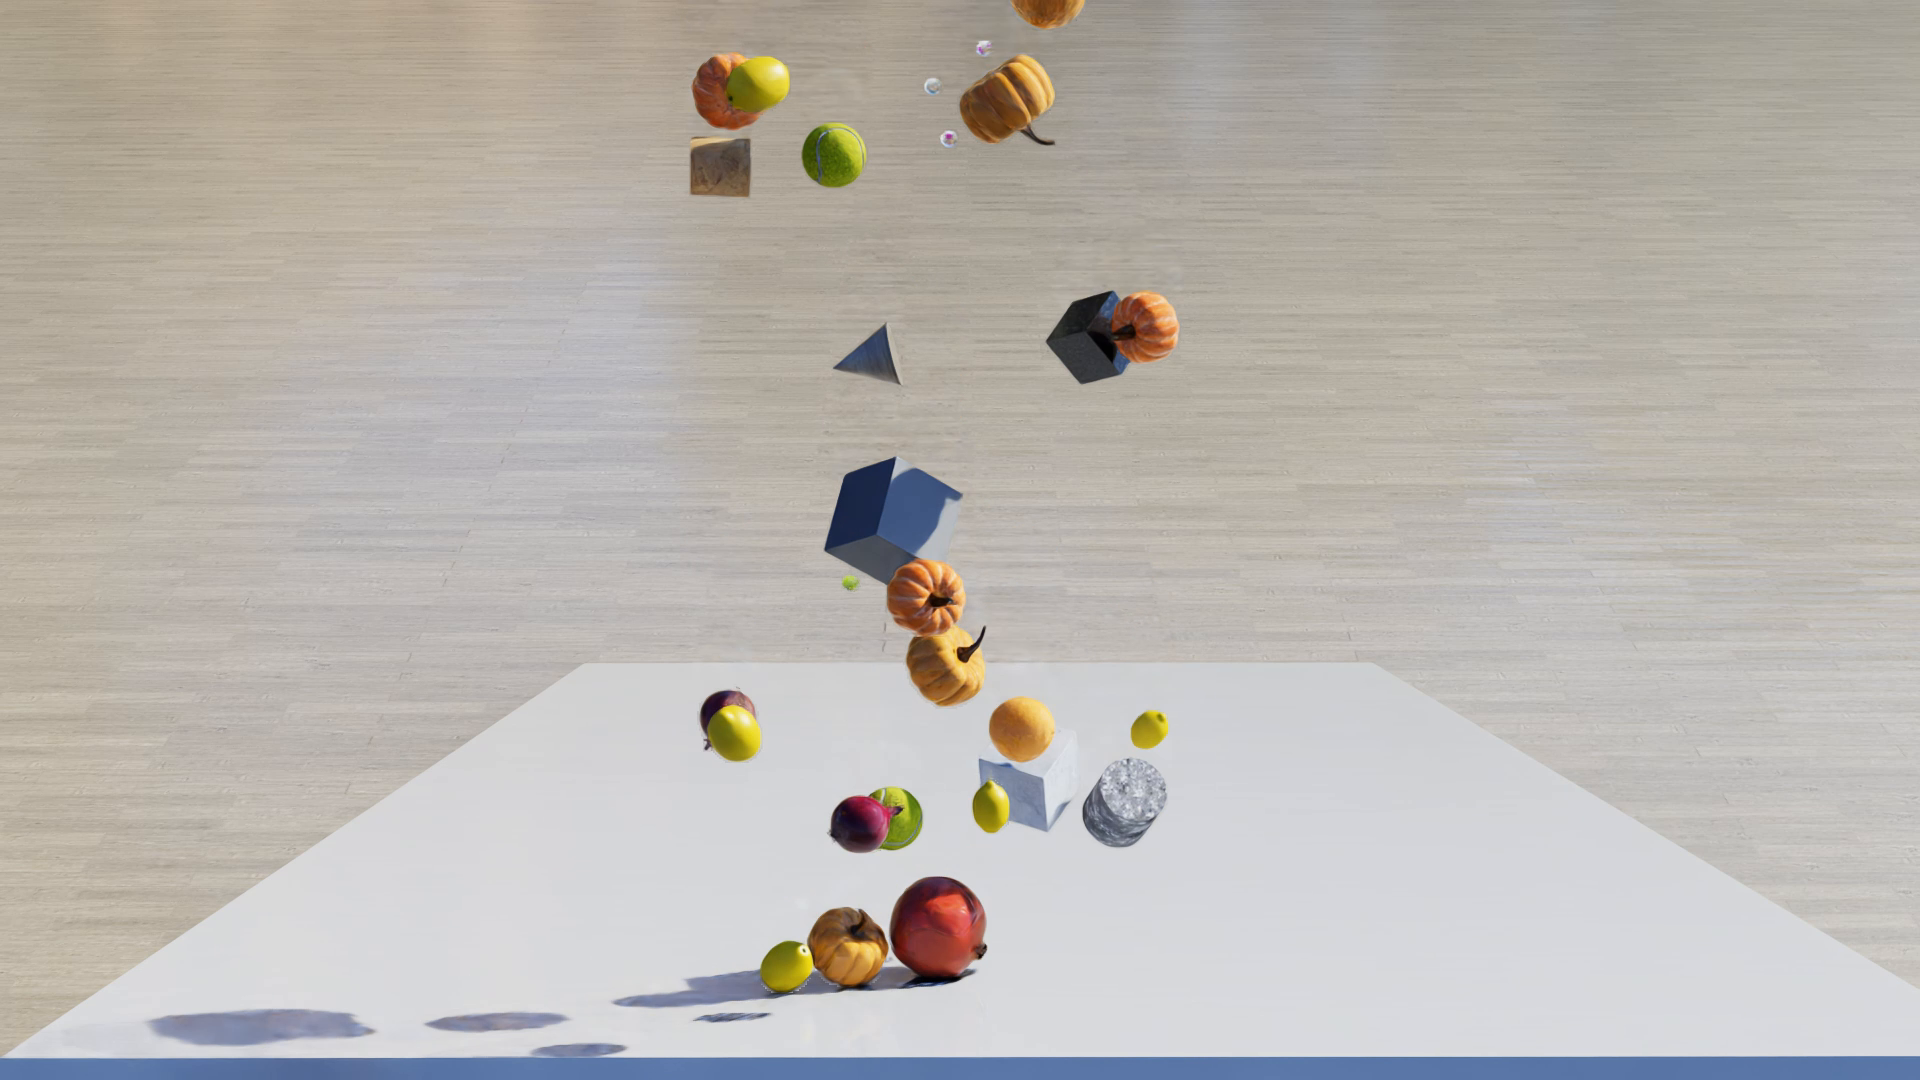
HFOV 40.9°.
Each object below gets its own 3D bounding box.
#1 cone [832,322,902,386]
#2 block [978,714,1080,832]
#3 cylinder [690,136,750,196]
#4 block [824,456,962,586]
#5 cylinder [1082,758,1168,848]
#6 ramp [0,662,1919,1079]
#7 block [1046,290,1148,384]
[{"bbox_3d":[-0.097,-0.179,2.575,0.065,0.065,0.065,-13,21,5],"label":"cone"},{"bbox_3d":[0.079,0.264,2.914,0.083,0.083,0.083,15,42,25],"label":"block"},{"bbox_3d":[-0.240,-0.374,2.575,0.058,0.058,0.058,2,22,-3],"label":"cylinder"},{"bbox_3d":[-0.072,-0.019,2.770,0.094,0.094,0.094,29,-28,-31],"label":"block"},{"bbox_3d":[0.187,0.300,2.932,0.078,0.078,0.078,7,60,-11],"label":"cylinder"},{"bbox_3d":[0.051,0.461,4.533,2.000,0.100,4.000,0,3,0],"label":"ramp"},{"bbox_3d":[0.150,-0.222,2.825,0.066,0.066,0.066,-11,38,50],"label":"block"}]
